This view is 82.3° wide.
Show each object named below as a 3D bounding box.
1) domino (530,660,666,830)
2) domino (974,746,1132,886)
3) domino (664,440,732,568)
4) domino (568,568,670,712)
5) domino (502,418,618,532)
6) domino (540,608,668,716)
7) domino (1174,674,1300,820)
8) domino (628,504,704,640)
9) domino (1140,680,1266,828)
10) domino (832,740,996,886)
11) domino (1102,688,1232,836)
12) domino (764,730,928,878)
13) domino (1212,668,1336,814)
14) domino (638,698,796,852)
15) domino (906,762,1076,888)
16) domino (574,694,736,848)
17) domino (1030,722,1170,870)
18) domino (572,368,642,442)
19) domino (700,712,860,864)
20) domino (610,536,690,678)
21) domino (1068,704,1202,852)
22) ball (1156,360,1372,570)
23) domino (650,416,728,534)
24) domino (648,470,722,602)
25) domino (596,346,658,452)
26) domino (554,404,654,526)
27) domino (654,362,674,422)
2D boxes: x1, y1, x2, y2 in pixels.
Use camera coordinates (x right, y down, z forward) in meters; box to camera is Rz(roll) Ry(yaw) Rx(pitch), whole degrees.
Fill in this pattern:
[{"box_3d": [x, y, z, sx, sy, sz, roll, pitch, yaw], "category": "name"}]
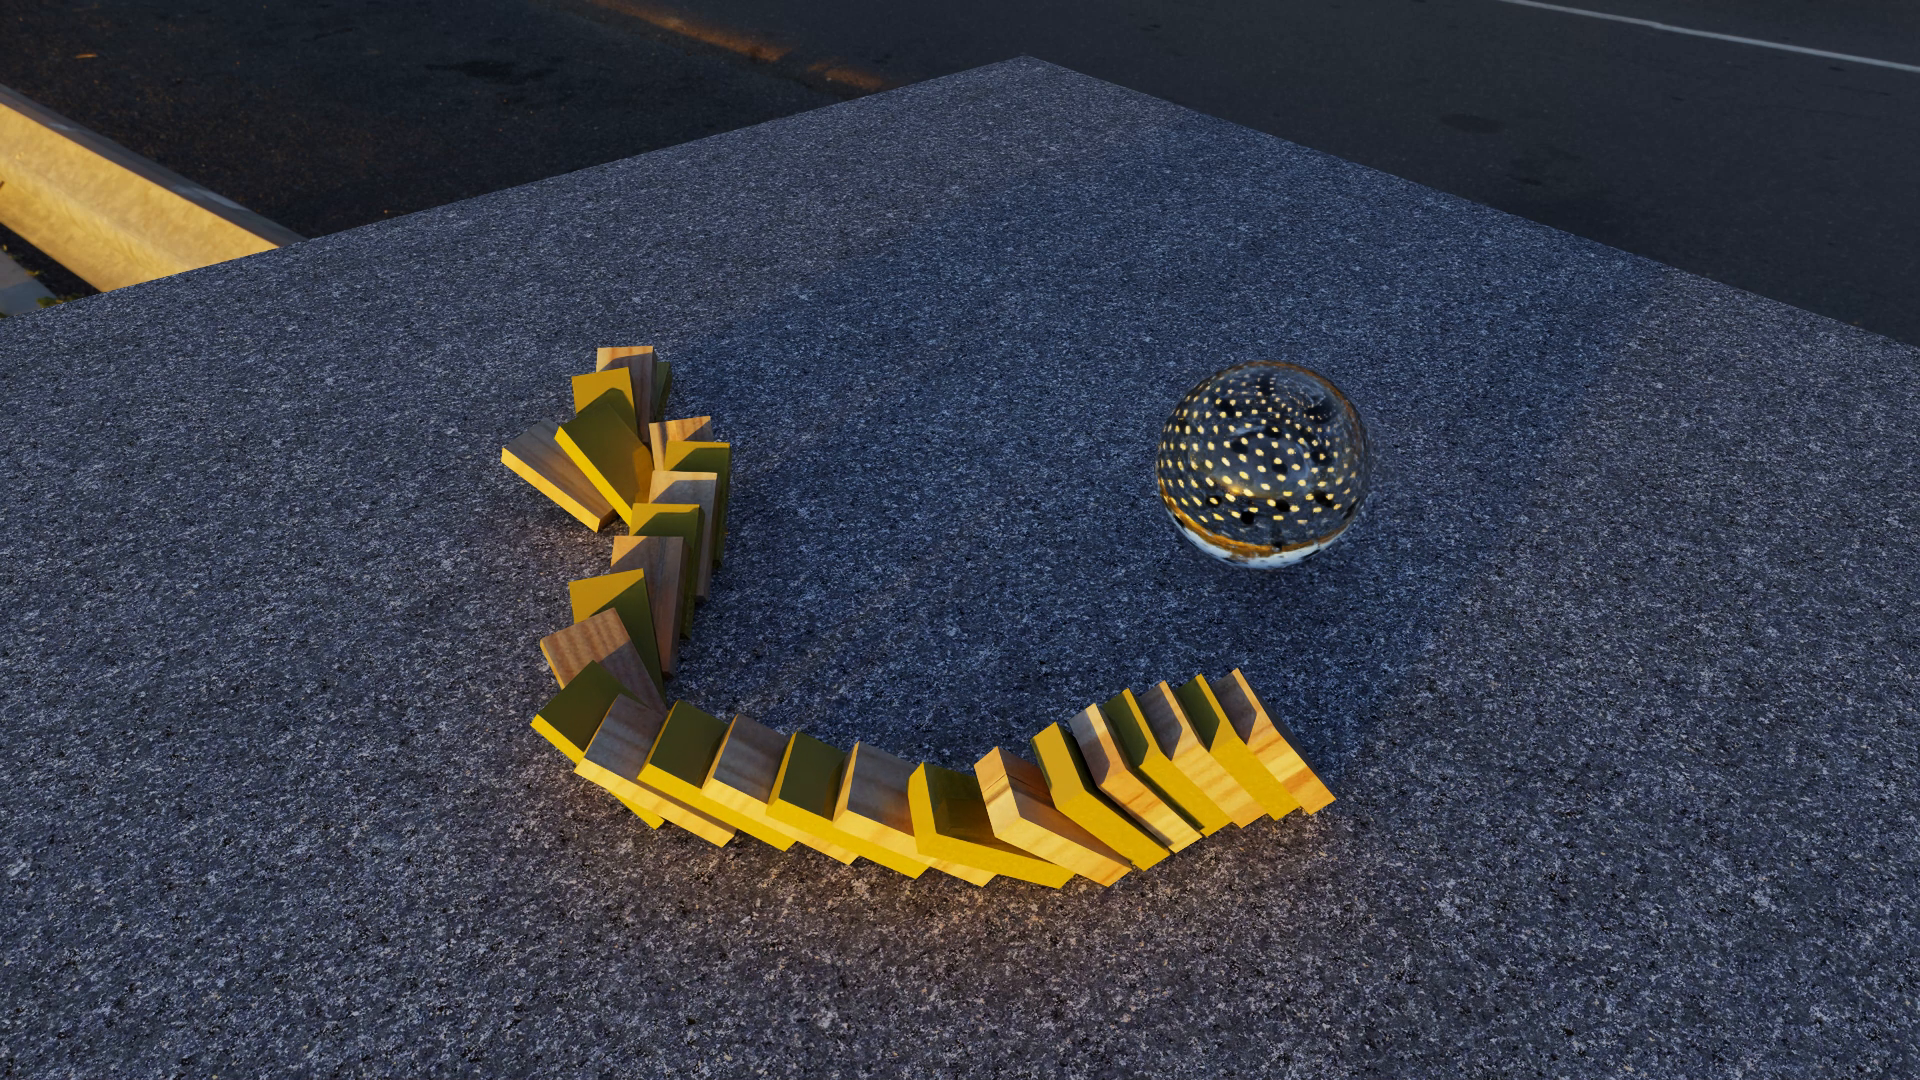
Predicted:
[{"box_3d": [-0.105, 0.064, 0.344, 0.050, 0.009, 0.025, 42, 46, -5], "category": "domino"}, {"box_3d": [0.027, 0.081, 0.319, 0.009, 0.050, 0.025, -43, 37, 19], "category": "domino"}, {"box_3d": [-0.106, -0.015, 0.441, 0.025, 0.010, 0.050, 2, 70, -4], "category": "domino"}, {"box_3d": [-0.117, 0.037, 0.378, 0.025, 0.009, 0.050, -11, 74, -13], "category": "domino"}, {"box_3d": [-0.163, -0.028, 0.461, 0.050, 0.009, 0.025, 36, 47, 2], "category": "domino"}, {"box_3d": [-0.114, 0.050, 0.360, 0.025, 0.010, 0.050, -26, 82, -28], "category": "domino"}, {"box_3d": [0.085, 0.064, 0.336, 0.010, 0.050, 0.025, -36, 40, 12], "category": "domino"}, {"box_3d": [-0.111, 0.012, 0.410, 0.025, 0.009, 0.050, 1, 70, 1], "category": "domino"}, {"box_3d": [0.074, 0.066, 0.334, 0.010, 0.050, 0.025, -36, 40, 12], "category": "domino"}, {"box_3d": [-0.012, 0.081, 0.326, 0.050, 0.009, 0.025, 26, 37, -16], "category": "domino"}, {"box_3d": [0.063, 0.068, 0.332, 0.010, 0.050, 0.025, -36, 40, 12], "category": "domino"}, {"box_3d": [-0.031, 0.079, 0.328, 0.050, 0.009, 0.025, 28, 37, -15], "category": "domino"}, {"box_3d": [0.097, 0.062, 0.338, 0.009, 0.050, 0.025, -36, 40, 12], "category": "domino"}, {"box_3d": [-0.070, 0.072, 0.335, 0.050, 0.009, 0.025, 31, 39, -15], "category": "domino"}, {"box_3d": [0.009, 0.084, 0.321, 0.050, 0.010, 0.025, 23, 31, -27], "category": "domino"}, {"box_3d": [-0.088, 0.070, 0.336, 0.050, 0.009, 0.025, 32, 41, -14], "category": "domino"}, {"box_3d": [0.041, 0.076, 0.322, 0.010, 0.050, 0.025, -37, 40, 13], "category": "domino"}, {"box_3d": [-0.155, -0.051, 0.487, 0.025, 0.009, 0.050, -11, 68, -8], "category": "domino"}, {"box_3d": [-0.050, 0.075, 0.332, 0.050, 0.010, 0.025, 30, 38, -14], "category": "domino"}, {"box_3d": [-0.113, 0.024, 0.395, 0.025, 0.009, 0.050, 1, 70, 1], "category": "domino"}, {"box_3d": [0.052, 0.071, 0.327, 0.009, 0.050, 0.025, -36, 40, 12], "category": "domino"}, {"box_3d": [0.116, -0.029, 0.423, 0.080, 0.080, 0.080, 0, 39, 0], "category": "ball"}, {"box_3d": [-0.112, -0.025, 0.455, 0.025, 0.009, 0.050, -9, 72, -11], "category": "domino"}, {"box_3d": [-0.108, -0.002, 0.425, 0.025, 0.010, 0.050, 2, 70, -1], "category": "domino"}, {"box_3d": [-0.153, -0.064, 0.503, 0.025, 0.010, 0.050, -3, 68, -3], "category": "domino"}, {"box_3d": [-0.142, -0.031, 0.459, 0.050, 0.010, 0.025, 49, 47, 2], "category": "domino"}, {"box_3d": [-0.154, -0.068, 0.527, 0.025, 0.010, 0.050, -3, 39, -3], "category": "domino"}]
